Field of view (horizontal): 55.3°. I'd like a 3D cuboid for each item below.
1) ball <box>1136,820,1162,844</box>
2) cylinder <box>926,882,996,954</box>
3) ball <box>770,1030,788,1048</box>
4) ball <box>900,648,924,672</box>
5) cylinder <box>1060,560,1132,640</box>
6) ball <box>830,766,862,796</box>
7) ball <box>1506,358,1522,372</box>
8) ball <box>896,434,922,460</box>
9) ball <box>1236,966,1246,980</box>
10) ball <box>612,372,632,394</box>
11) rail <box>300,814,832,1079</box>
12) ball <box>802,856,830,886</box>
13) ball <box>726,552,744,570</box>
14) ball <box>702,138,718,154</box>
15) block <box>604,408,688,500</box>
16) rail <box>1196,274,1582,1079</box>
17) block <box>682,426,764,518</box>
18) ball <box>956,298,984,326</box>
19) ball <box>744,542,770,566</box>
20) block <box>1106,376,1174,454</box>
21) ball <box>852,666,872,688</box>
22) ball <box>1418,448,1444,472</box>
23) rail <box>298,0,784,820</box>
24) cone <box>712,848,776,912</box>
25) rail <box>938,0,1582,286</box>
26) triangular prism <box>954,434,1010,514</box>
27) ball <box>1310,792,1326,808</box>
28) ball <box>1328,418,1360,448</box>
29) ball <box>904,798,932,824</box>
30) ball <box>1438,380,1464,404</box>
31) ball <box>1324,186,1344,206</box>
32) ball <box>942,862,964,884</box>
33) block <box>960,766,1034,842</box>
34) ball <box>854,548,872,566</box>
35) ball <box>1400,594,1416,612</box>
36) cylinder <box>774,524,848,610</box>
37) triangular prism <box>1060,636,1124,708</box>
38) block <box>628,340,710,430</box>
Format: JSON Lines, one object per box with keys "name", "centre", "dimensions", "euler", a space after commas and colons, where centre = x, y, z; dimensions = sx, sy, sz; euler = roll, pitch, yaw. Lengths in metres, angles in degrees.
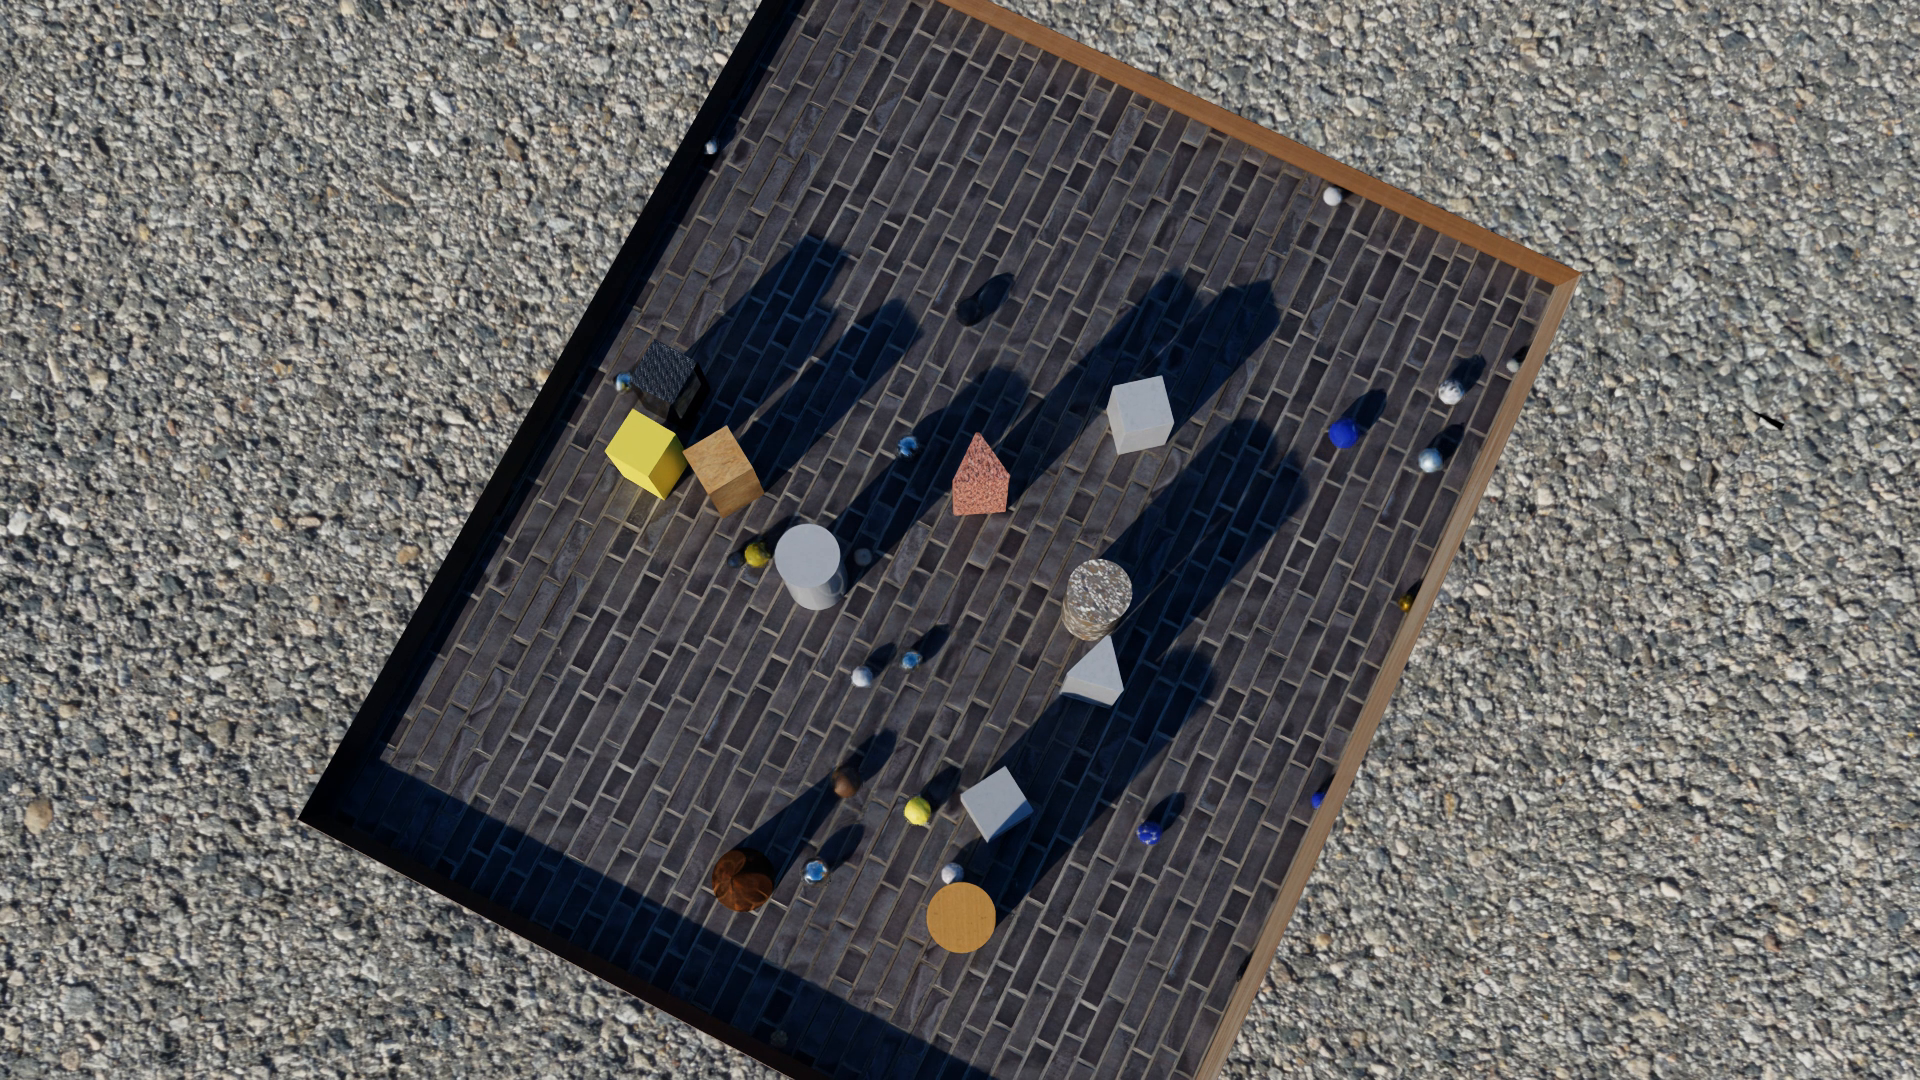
{"name": "ball", "centre": [0.557, 0.863, 5.401], "dimensions": [0.072, 0.072, 0.072], "euler": [0, 78, 0]}
{"name": "cylinder", "centre": [0.004, 1.063, 5.161], "dimensions": [0.188, 0.461, 0.188], "euler": [0, 78, 0]}
{"name": "ball", "centre": [-0.523, 1.441, 5.292], "dimensions": [0.052, 0.052, 0.052], "euler": [0, 78, 0]}
{"name": "ball", "centre": [-0.145, 0.362, 5.506], "dimensions": [0.070, 0.070, 0.070], "euler": [0, 78, 0]}
{"name": "cylinder", "centre": [0.400, 0.180, 5.408], "dimensions": [0.188, 0.334, 0.188], "euler": [0, 78, 0]}
{"name": "ball", "centre": [-0.338, 0.714, 5.422], "dimensions": [0.091, 0.091, 0.091], "euler": [0, 78, 0]}
{"name": "ball", "centre": [1.726, -0.544, 5.707], "dimensions": [0.043, 0.043, 0.043], "euler": [0, 78, 0]}
{"name": "ball", "centre": [-0.159, -0.284, 5.633], "dimensions": [0.082, 0.082, 0.082], "euler": [0, 78, 0]}
{"name": "ball", "centre": [0.824, 1.263, 5.335], "dimensions": [0.040, 0.040, 0.040], "euler": [0, 78, 0]}
{"name": "ball", "centre": [-1.040, -0.487, 5.681], "dimensions": [0.071, 0.071, 0.071], "euler": [0, 78, 0]}
{"name": "rail", "centre": [-0.709, 1.395, 5.265], "dimensions": [2.700, 0.122, 0.045], "euler": [26, 80, 5]}
{"name": "ball", "centre": [-0.423, 0.972, 5.372], "dimensions": [0.085, 0.085, 0.085], "euler": [0, 78, 0]}
{"name": "ball", "centre": [-0.684, 0.063, 5.577], "dimensions": [0.052, 0.052, 0.052], "euler": [0, 78, 0]}
{"name": "ball", "centre": [-0.799, -1.256, 5.849], "dimensions": [0.052, 0.052, 0.052], "euler": [0, 78, 0]}
{"name": "block", "centre": [-0.935, -0.254, 5.510], "dimensions": [0.150, 0.311, 0.150], "euler": [30, 80, 6]}
{"name": "rail", "centre": [1.186, 0.587, 5.432], "dimensions": [0.045, 0.122, 3.219], "euler": [26, 80, 5]}
{"name": "block", "centre": [-0.704, -0.200, 5.487], "dimensions": [0.150, 0.334, 0.150], "euler": [-31, 80, -6]}
{"name": "ball", "centre": [0.030, -0.710, 5.718], "dimensions": [0.089, 0.089, 0.089], "euler": [0, 78, 0]}
{"name": "ball", "centre": [-0.615, 0.043, 5.569], "dimensions": [0.077, 0.077, 0.077], "euler": [0, 78, 0]}
{"name": "block", "centre": [0.545, -0.377, 5.564], "dimensions": [0.150, 0.256, 0.150], "euler": [-12, 79, -3]}
{"name": "ball", "centre": [-0.293, 0.410, 5.499], "dimensions": [0.064, 0.064, 0.064], "euler": [0, 78, 0]}
{"name": "ball", "centre": [1.445, -0.244, 5.628], "dimensions": [0.077, 0.077, 0.077], "euler": [0, 78, 0]}
{"name": "rail", "centre": [-1.186, -0.574, 5.672], "dimensions": [0.045, 0.122, 3.219], "euler": [26, 80, 5]}
{"name": "cone", "centre": [-0.639, 0.973, 5.266], "dimensions": [0.188, 0.291, 0.188], "euler": [0, 78, 0]}
{"name": "rail", "centre": [0.709, -1.382, 5.839], "dimensions": [2.700, 0.122, 0.045], "euler": [26, 80, 5]}
{"name": "triangular prism", "centre": [0.056, -0.196, 5.438], "dimensions": [0.163, 0.428, 0.141], "euler": [-5, 78, -1]}
{"name": "ball", "centre": [1.065, 0.771, 5.432], "dimensions": [0.048, 0.048, 0.048], "euler": [0, 78, 0]}
{"name": "ball", "centre": [1.182, -0.327, 5.636], "dimensions": [0.094, 0.094, 0.094], "euler": [0, 78, 0]}
{"name": "ball", "centre": [-0.124, 0.799, 5.411], "dimensions": [0.079, 0.079, 0.079], "euler": [0, 78, 0]}
{"name": "ball", "centre": [1.519, -0.459, 5.671], "dimensions": [0.078, 0.078, 0.078], "euler": [0, 78, 0]}
{"name": "ball", "centre": [1.185, -1.091, 5.810], "dimensions": [0.063, 0.063, 0.063], "euler": [0, 78, 0]}
{"name": "ball", "centre": [-0.021, 0.981, 5.380], "dimensions": [0.067, 0.067, 0.067], "euler": [0, 78, 0]}
{"name": "block", "centre": [0.105, 0.770, 5.316], "dimensions": [0.150, 0.277, 0.150], "euler": [-32, 80, -6]}
{"name": "ball", "centre": [-0.296, 0.053, 5.576], "dimensions": [0.057, 0.057, 0.057], "euler": [0, 78, 0]}
{"name": "ball", "centre": [1.357, 0.192, 5.550], "dimensions": [0.052, 0.052, 0.052], "euler": [0, 78, 0]}
{"name": "cylinder", "centre": [-0.435, 0.083, 5.405], "dimensions": [0.188, 0.380, 0.188], "euler": [0, 78, 0]}
{"name": "triangular prism", "centre": [0.396, 0.375, 5.323], "dimensions": [0.163, 0.422, 0.141], "euler": [16, 79, 3]}
{"name": "block", "centre": [-0.878, -0.468, 5.563], "dimensions": [0.150, 0.294, 0.150], "euler": [28, 80, 5]}
